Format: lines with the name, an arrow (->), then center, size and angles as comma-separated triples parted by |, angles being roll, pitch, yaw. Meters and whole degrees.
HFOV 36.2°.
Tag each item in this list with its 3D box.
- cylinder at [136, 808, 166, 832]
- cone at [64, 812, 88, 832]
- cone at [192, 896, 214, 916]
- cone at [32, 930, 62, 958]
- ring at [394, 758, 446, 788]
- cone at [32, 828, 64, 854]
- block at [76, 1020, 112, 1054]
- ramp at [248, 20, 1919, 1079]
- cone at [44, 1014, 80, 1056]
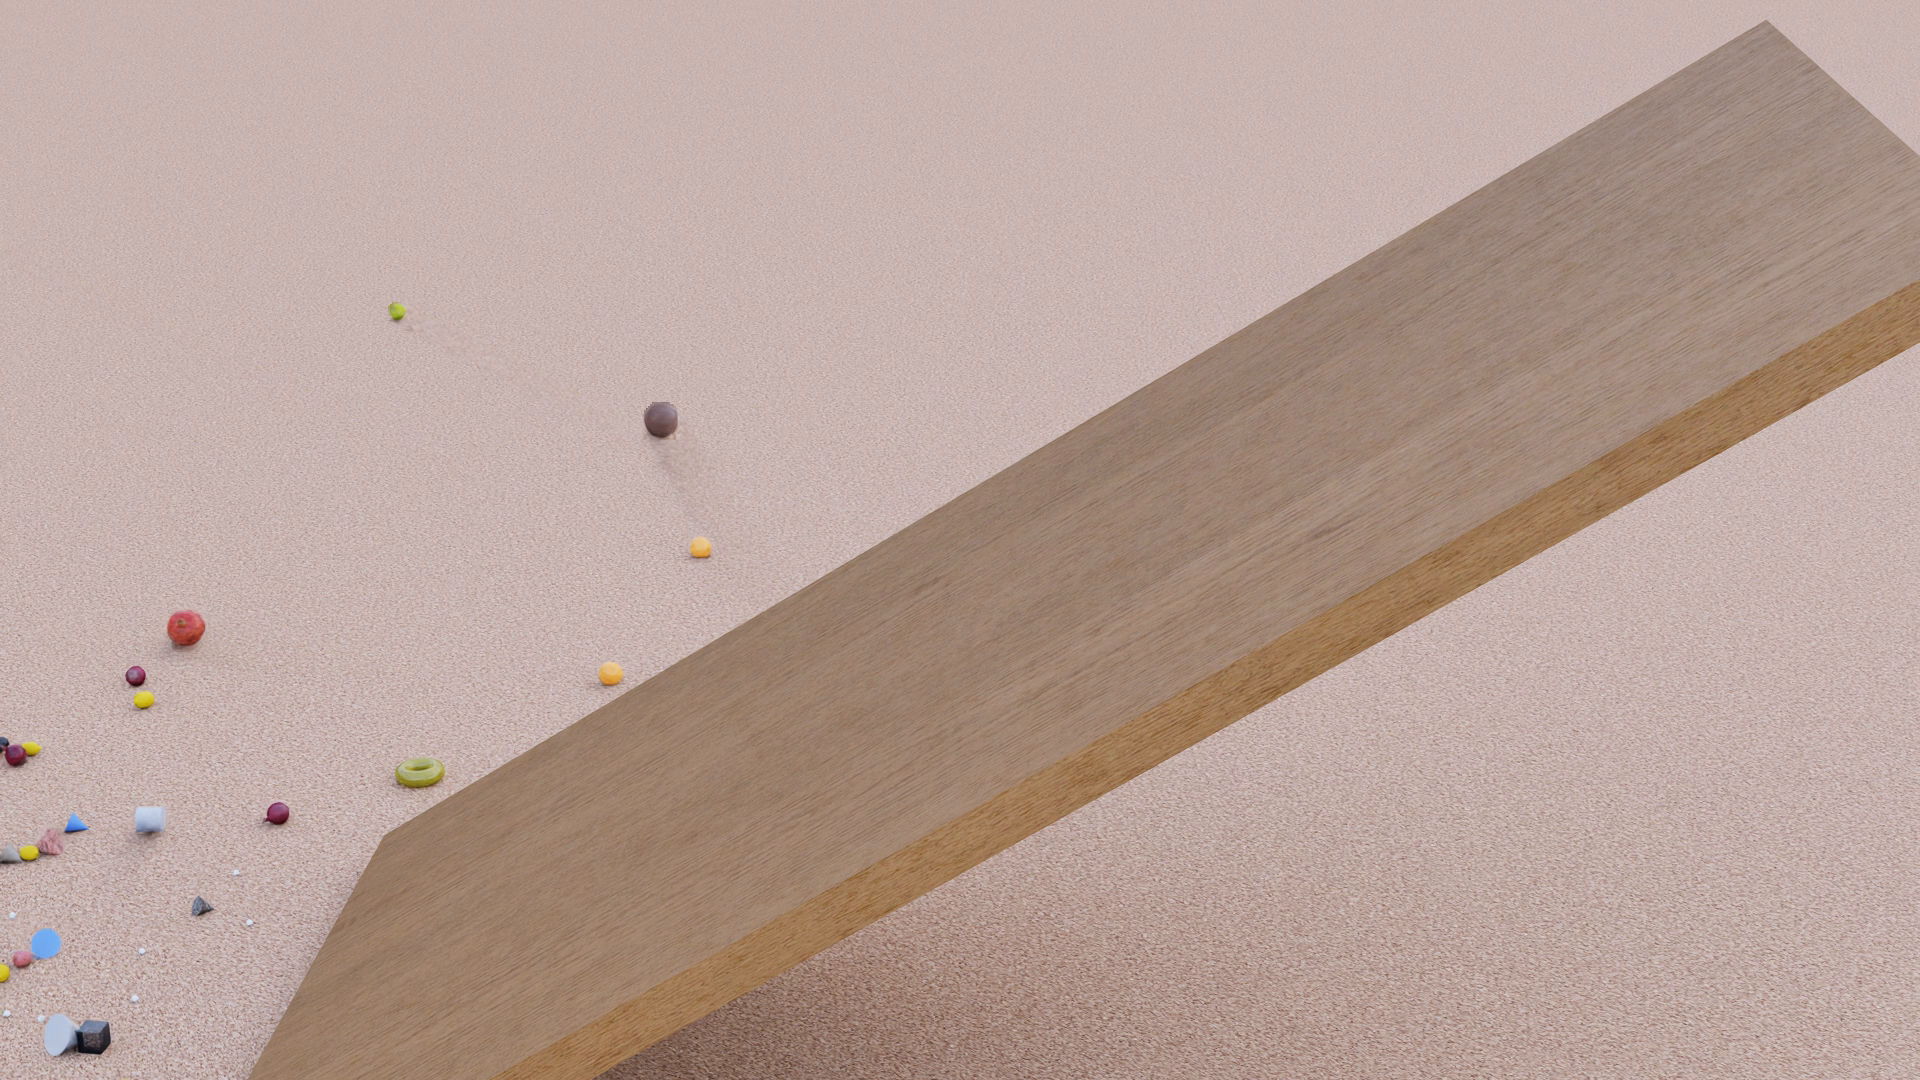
cylinder -> -2.171, 0.751, 7.890 | 0.066, 0.066, 0.066 | -1, 20, -2
cone -> -2.368, 0.767, 7.904 | 0.057, 0.057, 0.057 | 23, 15, -15
cone -> -1.912, 0.932, 7.457 | 0.050, 0.050, 0.050 | 18, 4, -40
cone -> -2.258, 0.998, 7.263 | 0.071, 0.071, 0.071 | -7, -5, -19
ring -> -1.506, 0.648, 8.204 | 0.140, 0.047, 0.140 | -1, 20, 0
cone -> -2.426, 0.809, 7.776 | 0.076, 0.076, 0.076 | -24, 15, 15
block -> -2.005, 1.151, 6.808 | 0.055, 0.055, 0.055 | 3, 20, 8
ramp -> 0.140, 0.170, 6.293 | 4.000, 0.100, 2.000 | -30, 15, 13
cone -> -2.055, 1.150, 6.826 | 0.097, 0.097, 0.097 | 17, 0, 39
